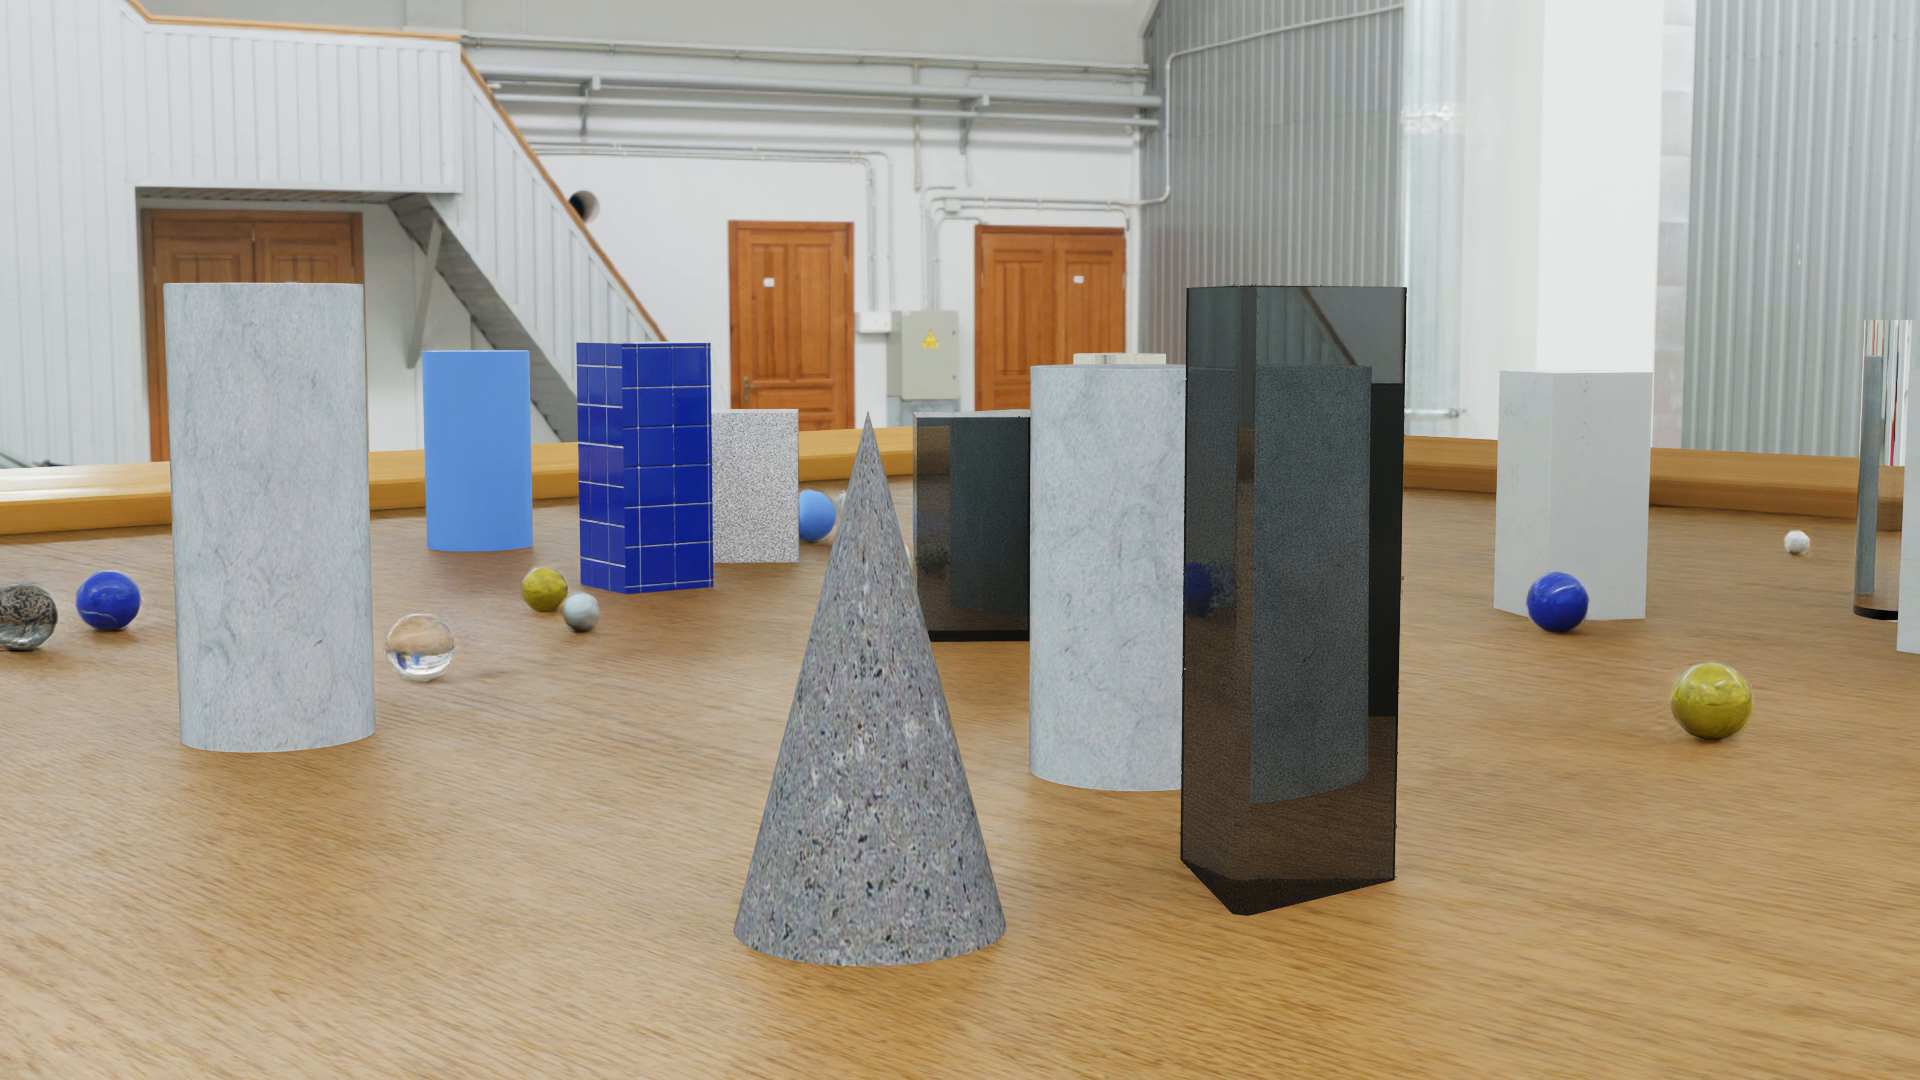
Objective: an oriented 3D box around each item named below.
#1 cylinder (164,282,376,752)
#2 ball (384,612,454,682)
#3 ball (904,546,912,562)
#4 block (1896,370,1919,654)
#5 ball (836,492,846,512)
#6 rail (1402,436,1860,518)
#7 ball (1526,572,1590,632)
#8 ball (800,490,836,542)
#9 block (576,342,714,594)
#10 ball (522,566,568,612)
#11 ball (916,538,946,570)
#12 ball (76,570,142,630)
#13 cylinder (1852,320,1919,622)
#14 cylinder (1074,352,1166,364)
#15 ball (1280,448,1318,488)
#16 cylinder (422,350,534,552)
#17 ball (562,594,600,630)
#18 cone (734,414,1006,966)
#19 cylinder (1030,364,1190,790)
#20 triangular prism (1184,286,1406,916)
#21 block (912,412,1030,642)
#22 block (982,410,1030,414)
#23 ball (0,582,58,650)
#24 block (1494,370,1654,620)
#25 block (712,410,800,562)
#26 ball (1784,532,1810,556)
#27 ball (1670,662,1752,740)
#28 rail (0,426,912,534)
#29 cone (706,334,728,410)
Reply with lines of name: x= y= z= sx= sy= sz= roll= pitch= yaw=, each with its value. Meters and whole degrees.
cylinder: x=-0.719 y=-0.030 z=2.297 sx=0.198 sy=0.471 sz=0.198 roll=0 pitch=6 yaw=0
ball: x=-0.650 y=0.129 z=2.644 sx=0.083 sy=0.083 sz=0.083 roll=0 pitch=6 yaw=0
ball: x=-0.104 y=0.029 z=3.786 sx=0.044 sy=0.044 sz=0.044 roll=0 pitch=6 yaw=0
block: x=1.338 y=-0.034 z=2.838 sx=0.158 sy=0.367 sz=0.158 roll=-3 pitch=7 yaw=-28
ball: x=-0.249 y=-0.080 z=4.817 sx=0.048 sy=0.048 sz=0.048 roll=0 pitch=6 yaw=0
rail: x=1.718 y=-0.131 z=4.909 sx=0.045 sy=0.128 sz=4.134 roll=-5 pitch=8 yaw=-42
ball: x=0.830 y=0.086 z=3.052 sx=0.085 sy=0.085 sz=0.085 roll=0 pitch=6 yaw=0
ball: x=-0.290 y=-0.047 z=4.253 sx=0.099 sy=0.099 sz=0.099 roll=0 pitch=6 yaw=0
block: x=-0.509 y=-0.122 z=3.552 sx=0.158 sy=0.393 sz=0.158 roll=-4 pitch=7 yaw=-36
ball: x=-0.617 y=0.073 z=3.261 sx=0.067 sy=0.067 sz=0.067 roll=0 pitch=6 yaw=0
ball: x=-0.049 y=0.024 z=3.792 sx=0.053 sy=0.053 sz=0.053 roll=0 pitch=6 yaw=0
ball: x=-1.188 y=0.084 z=3.067 sx=0.086 sy=0.086 sz=0.086 roll=0 pitch=6 yaw=0
cylinder: x=1.415 y=-0.104 z=3.201 sx=0.198 sy=0.431 sz=0.198 roll=0 pitch=6 yaw=0
cylinder: x=0.341 y=-0.223 z=4.722 sx=0.198 sy=0.352 sz=0.198 roll=0 pitch=6 yaw=0
ball: x=0.853 y=-0.180 z=5.534 sx=0.099 sy=0.099 sz=0.099 roll=0 pitch=6 yaw=0
cylinder: x=-0.911 y=-0.172 z=4.158 sx=0.198 sy=0.368 sz=0.198 roll=0 pitch=6 yaw=0
ball: x=-0.528 y=0.100 z=3.071 sx=0.052 sy=0.052 sz=0.052 roll=0 pitch=6 yaw=0
cone: x=-0.065 y=0.094 z=1.577 sx=0.198 sy=0.375 sz=0.198 roll=0 pitch=6 yaw=0
cylinder: x=0.166 y=0.029 z=2.123 sx=0.198 sy=0.391 sz=0.198 roll=0 pitch=6 yaw=0
triangular prism: x=0.228 y=0.036 z=1.711 sx=0.171 sy=0.462 sz=0.148 roll=-5 pitch=8 yaw=-38
block: x=0.017 y=-0.022 z=3.030 sx=0.158 sy=0.303 sz=0.158 roll=0 pitch=6 yaw=-3
block: x=0.094 y=-0.049 z=3.354 sx=0.158 sy=0.290 sz=0.158 roll=6 pitch=8 yaw=44
ball: x=-1.233 y=0.101 z=2.887 sx=0.089 sy=0.089 sz=0.089 roll=0 pitch=6 yaw=0
block: x=0.898 y=-0.069 z=3.229 sx=0.158 sy=0.357 sz=0.158 roll=-2 pitch=6 yaw=-14
block: x=-0.370 y=-0.100 z=3.962 sx=0.158 sy=0.265 sz=0.158 roll=0 pitch=6 yaw=-3
ball: x=1.525 y=0.006 z=4.008 sx=0.045 sy=0.045 sz=0.045 roll=0 pitch=6 yaw=0
ball: x=0.780 y=0.168 z=2.285 sx=0.081 sy=0.081 sz=0.081 roll=0 pitch=6 yaw=0
rail: x=-1.386 y=-0.122 z=4.825 sx=4.724 sy=0.128 sz=0.045 roll=-5 pitch=8 yaw=-42
cone: x=-0.515 y=-0.227 z=4.530 sx=0.198 sy=0.399 sz=0.198 roll=0 pitch=6 yaw=0
